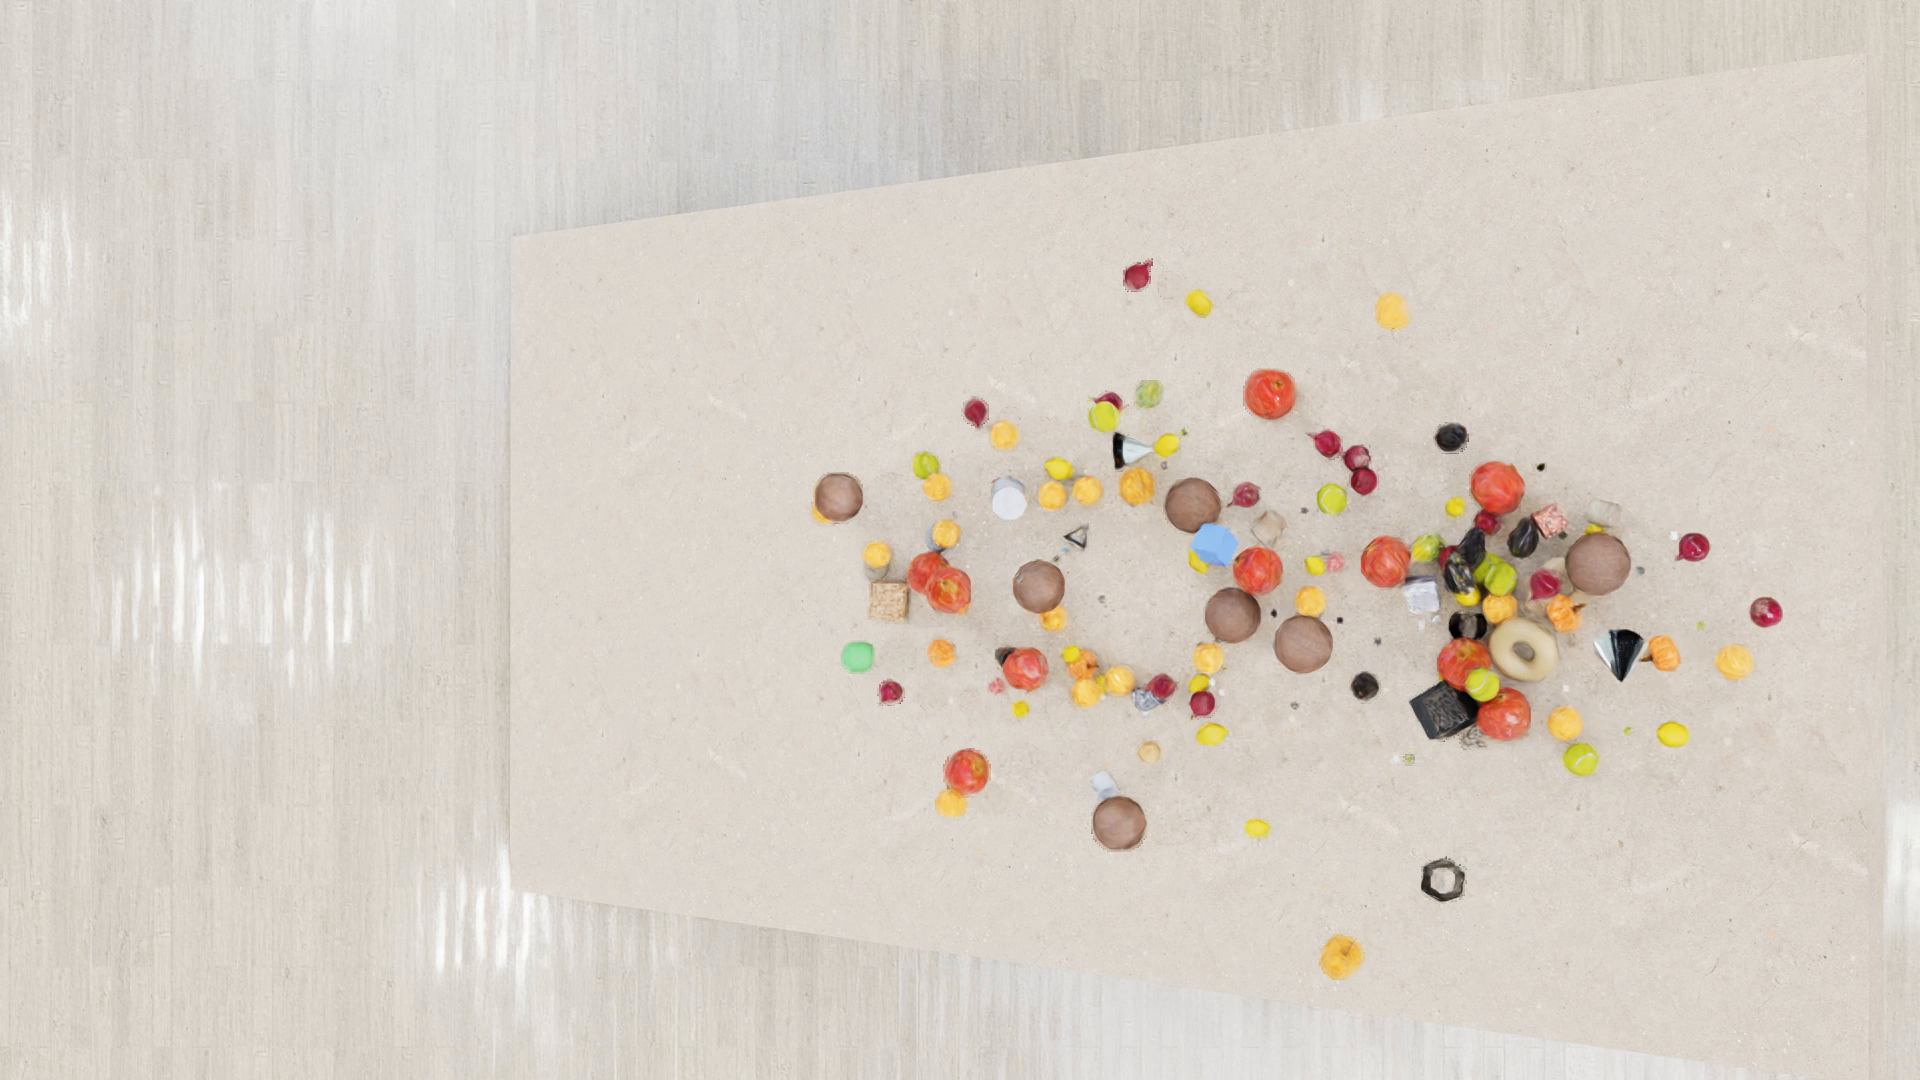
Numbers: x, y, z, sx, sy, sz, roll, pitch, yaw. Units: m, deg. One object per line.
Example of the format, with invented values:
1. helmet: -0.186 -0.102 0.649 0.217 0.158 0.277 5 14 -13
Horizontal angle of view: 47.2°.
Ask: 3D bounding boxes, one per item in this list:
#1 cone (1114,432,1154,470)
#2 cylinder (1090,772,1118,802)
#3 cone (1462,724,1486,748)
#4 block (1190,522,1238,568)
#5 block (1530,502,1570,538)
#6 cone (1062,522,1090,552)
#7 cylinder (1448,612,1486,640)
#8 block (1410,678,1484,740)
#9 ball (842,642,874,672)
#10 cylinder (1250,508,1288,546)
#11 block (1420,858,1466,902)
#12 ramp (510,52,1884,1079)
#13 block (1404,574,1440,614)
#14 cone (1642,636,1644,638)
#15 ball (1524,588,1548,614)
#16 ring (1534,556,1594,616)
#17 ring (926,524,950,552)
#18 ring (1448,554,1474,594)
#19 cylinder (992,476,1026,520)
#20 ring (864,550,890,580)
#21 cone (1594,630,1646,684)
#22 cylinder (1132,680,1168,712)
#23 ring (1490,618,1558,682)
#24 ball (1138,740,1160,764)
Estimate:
1. cone: 0.422 -0.216 5.285 0.095 0.095 0.095 -1 90 13
2. cylinder: 0.350 0.597 5.325 0.050 0.050 0.050 -29 46 0
3. cone: 1.115 0.432 4.733 0.050 0.050 0.050 43 90 19
4. block: 0.569 0.011 4.911 0.066 0.066 0.066 13 67 40
5. block: 1.236 -0.041 4.610 0.054 0.054 0.054 -31 90 7
6. cone: 0.297 -0.017 5.365 0.067 0.067 0.067 35 84 0
7. cylinder: 1.091 0.184 4.723 0.057 0.057 0.057 2 90 -26
8. block: 1.051 0.365 4.750 0.096 0.096 0.096 -37 68 32
9. ball: -0.269 0.308 5.806 0.082 0.082 0.082 0 90 0
10. cylinder: 0.709 -0.030 5.047 0.059 0.059 0.059 39 116 0
11. block: 1.009 0.711 4.593 0.061 0.061 0.061 -9 114 -34
12. ramp: 0.220 0.063 5.536 4.000 0.100 2.000 0 90 38
13. block: 1.005 0.118 4.781 0.065 0.065 0.065 -11 101 17
14. cone: 1.384 0.216 4.525 0.057 0.057 0.057 -40 90 6
15. ball: 1.216 0.128 4.620 0.056 0.056 0.056 0 90 0
16. ring: 1.260 0.096 4.583 0.126 0.042 0.126 1 77 -3
17. ring: -0.058 -0.005 5.678 0.077 0.026 0.077 1 91 39
18. ring: 1.037 0.070 4.553 0.031 0.092 0.092 -24 90 7
19. cylinder: 0.121 -0.104 5.462 0.085 0.085 0.085 0 111 0
20. ring: -0.221 0.066 5.804 0.084 0.028 0.084 -4 84 41
21. cone: 1.290 0.245 4.297 0.100 0.100 0.100 8 134 8
22. cylinder: 0.452 0.373 5.246 0.061 0.061 0.061 -28 90 37
23. ring: 1.189 0.233 4.642 0.148 0.049 0.148 17 125 26
24. ball: 0.452 0.507 5.251 0.055 0.055 0.055 0 90 0
